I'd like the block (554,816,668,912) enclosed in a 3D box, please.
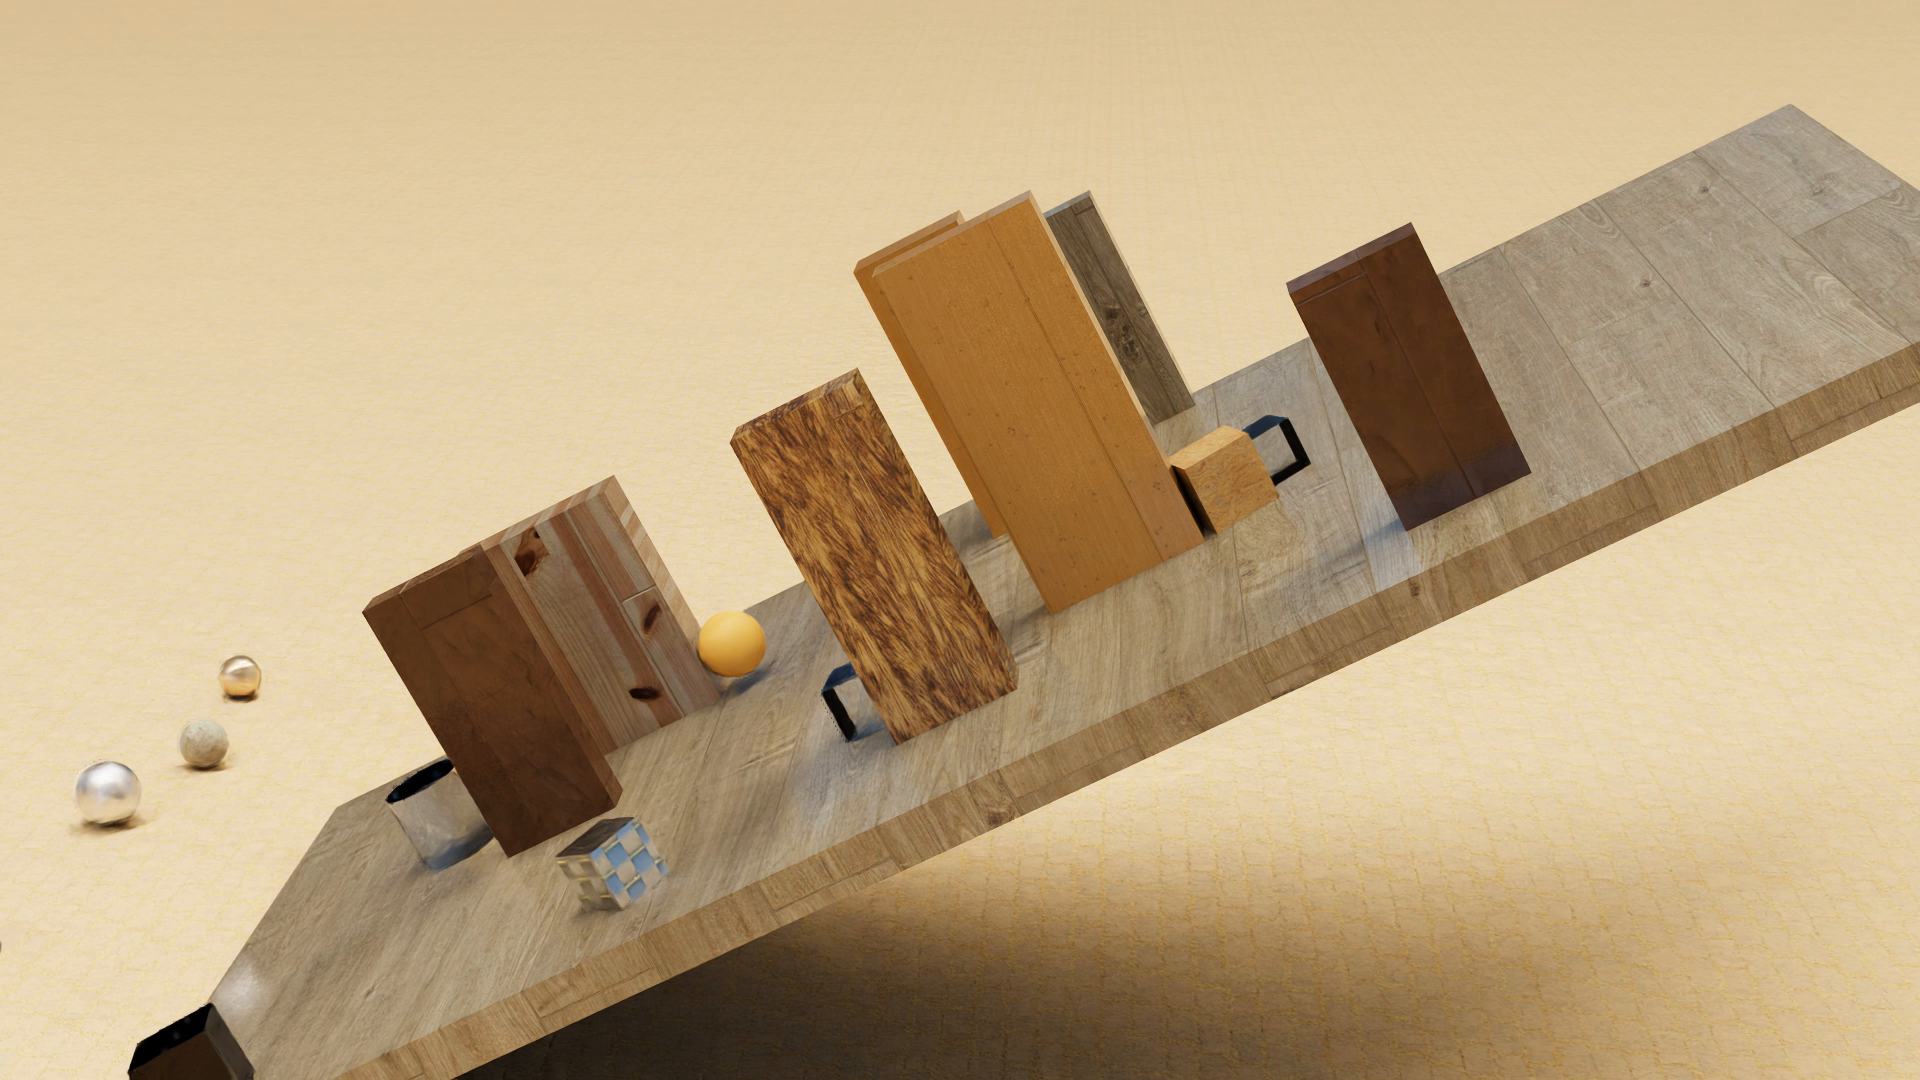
[{"bbox_3d":[-0.676,0.630,5.705,0.130,0.130,0.130,-11,22,50],"label":"block"}]

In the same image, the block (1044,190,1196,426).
[{"bbox_3d":[0.277,-0.500,7.025,0.357,0.564,0.086,-26,14,10],"label":"block"}]

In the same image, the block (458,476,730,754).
[{"bbox_3d":[-0.847,0.194,6.730,0.410,0.549,0.142,-26,14,10],"label":"block"}]

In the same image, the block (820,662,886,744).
[{"bbox_3d":[-0.187,0.313,5.920,0.122,0.122,0.122,-24,14,16],"label":"block"}]

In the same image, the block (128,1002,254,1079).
[{"bbox_3d":[-1.501,1.039,5.751,0.166,0.166,0.166,-29,14,-2],"label":"block"}]

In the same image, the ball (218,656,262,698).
[{"bbox_3d":[-2.109,0.400,8.617,0.124,0.124,0.124,0,17,0],"label":"ball"}]

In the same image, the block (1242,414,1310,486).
[{"bbox_3d":[0.641,-0.183,6.132,0.110,0.110,0.110,-31,14,-12],"label":"block"}]

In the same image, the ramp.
[{"bbox_3d":[0.140,0.167,6.281,4.000,0.100,2.000,-26,14,10],"label":"ramp"}]

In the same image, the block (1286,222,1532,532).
[{"bbox_3d":[0.820,-0.297,5.375,0.251,0.498,0.099,-26,14,10],"label":"block"}]

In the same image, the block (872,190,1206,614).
[{"bbox_3d":[0.164,-0.273,5.950,0.350,0.789,0.102,-26,14,10],"label":"block"}]

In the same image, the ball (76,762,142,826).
[{"bbox_3d":[-2.224,0.661,7.684,0.167,0.167,0.167,0,17,0],"label":"ball"}]

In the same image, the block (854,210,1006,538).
[{"bbox_3d":[0.040,-0.378,6.758,0.264,0.701,0.133,-26,14,10],"label":"block"}]

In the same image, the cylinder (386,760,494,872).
[{"bbox_3d":[-1.157,0.614,6.581,0.184,0.184,0.184,-26,14,7],"label":"cylinder"}]

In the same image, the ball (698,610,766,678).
[{"bbox_3d":[-0.518,0.237,6.679,0.154,0.154,0.154,0,17,0],"label":"ball"}]

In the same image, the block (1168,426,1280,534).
[{"bbox_3d":[0.535,-0.126,6.043,0.151,0.151,0.151,-30,14,-8],"label":"block"}]

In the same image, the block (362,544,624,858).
[{"bbox_3d":[-0.998,0.348,6.303,0.269,0.625,0.099,-26,14,10],"label":"block"}]

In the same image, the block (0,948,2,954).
[{"bbox_3d":[-2.379,0.895,6.914,0.168,0.168,0.168,-16,23,-43],"label":"block"}]

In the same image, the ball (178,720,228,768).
[{"bbox_3d":[-2.076,0.560,8.077,0.132,0.132,0.132,0,17,0],"label":"ball"}]

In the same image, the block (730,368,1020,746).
[{"bbox_3d":[-0.160,0.035,5.687,0.264,0.683,0.119,-26,14,10],"label":"block"}]
